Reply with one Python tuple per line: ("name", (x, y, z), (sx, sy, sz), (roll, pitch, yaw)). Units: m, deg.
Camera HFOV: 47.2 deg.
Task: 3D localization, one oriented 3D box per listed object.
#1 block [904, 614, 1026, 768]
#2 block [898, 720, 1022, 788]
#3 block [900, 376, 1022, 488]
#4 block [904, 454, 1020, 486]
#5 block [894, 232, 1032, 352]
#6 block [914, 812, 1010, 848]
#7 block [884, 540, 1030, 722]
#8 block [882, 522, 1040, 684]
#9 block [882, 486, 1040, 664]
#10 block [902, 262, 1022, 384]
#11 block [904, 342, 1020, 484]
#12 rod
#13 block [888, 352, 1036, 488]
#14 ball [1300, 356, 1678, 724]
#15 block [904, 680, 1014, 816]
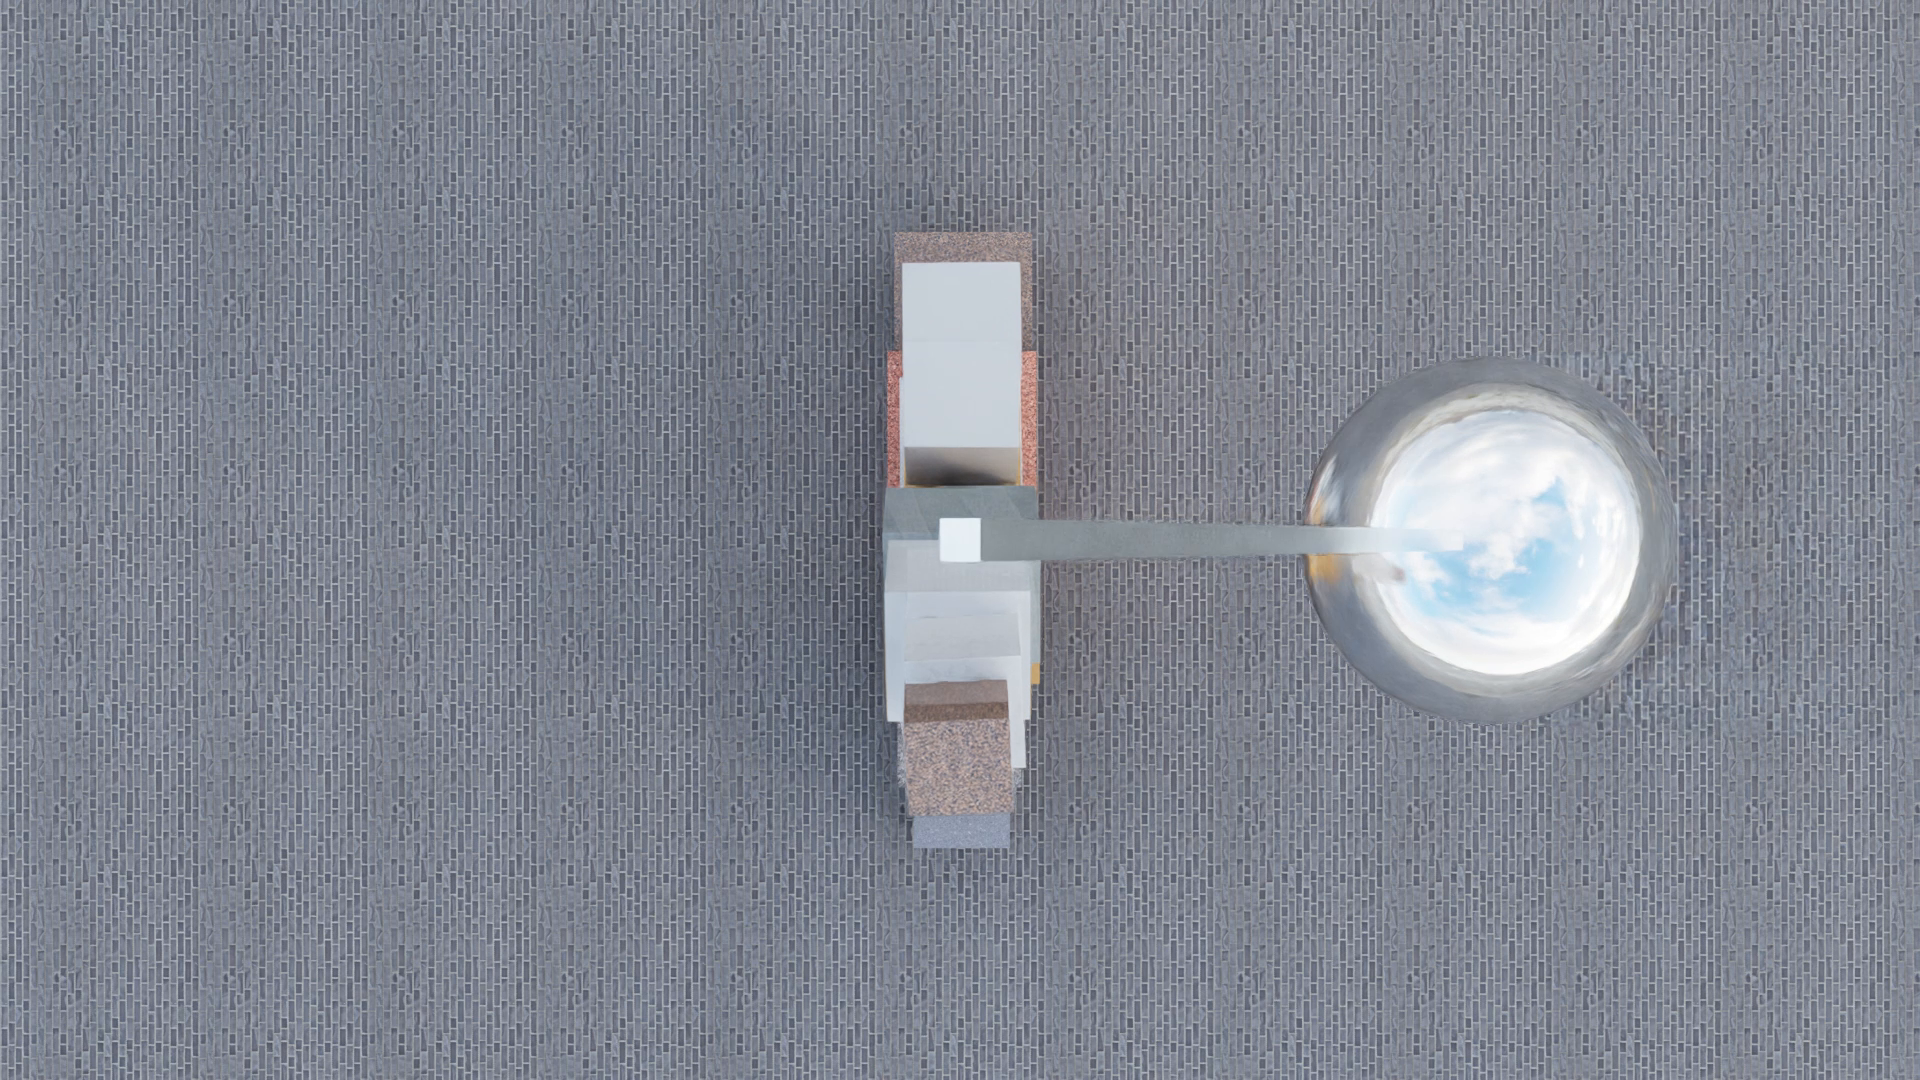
("block", (0.021, 0.603, 8.701), (0.447, 0.418, 0.480), (-3, 111, 1))
("block", (-0.003, 0.996, 12.046), (0.658, 0.673, 0.648), (0, 89, 0))
("block", (0.005, -0.477, 11.891), (0.641, 0.624, 0.617), (-1, 72, 0))
("block", (0.012, -0.310, 11.184), (0.577, 0.626, 0.603), (0, 78, 0))
("block", (0.018, -1.400, 12.691), (0.777, 0.617, 0.670), (0, 90, 0))
("block", (0.011, 1.461, 12.690), (0.540, 0.620, 0.548), (0, 90, 0))
("block", (-0.009, 0.366, 9.149), (0.580, 0.589, 0.567), (-1, 111, 0))
("block", (0.008, 0.216, 10.459), (0.711, 0.810, 0.762), (-1, 101, 0))
("block", (0.008, 0.149, 9.690), (0.669, 0.577, 0.613), (-1, 111, 0))
("block", (0.010, -1.105, 11.993), (0.629, 0.586, 0.629), (-1, 73, 0))
("block", (0.007, -0.609, 10.635), (0.541, 0.540, 0.534), (0, 72, 0))
("rod", (0.994, 0.000, 6.463), (0.080, 5.200, 0.080), (0, 90, 22))
("block", (0.010, -0.649, 12.642), (0.833, 0.715, 0.812), (0, 90, 0))
("ball", (2.295, 0.000, 9.605), (1.600, 1.600, 1.600), (0, 90, 0))
("block", (-0.005, 0.788, 8.363), (0.394, 0.345, 0.389), (-3, 111, 1))
